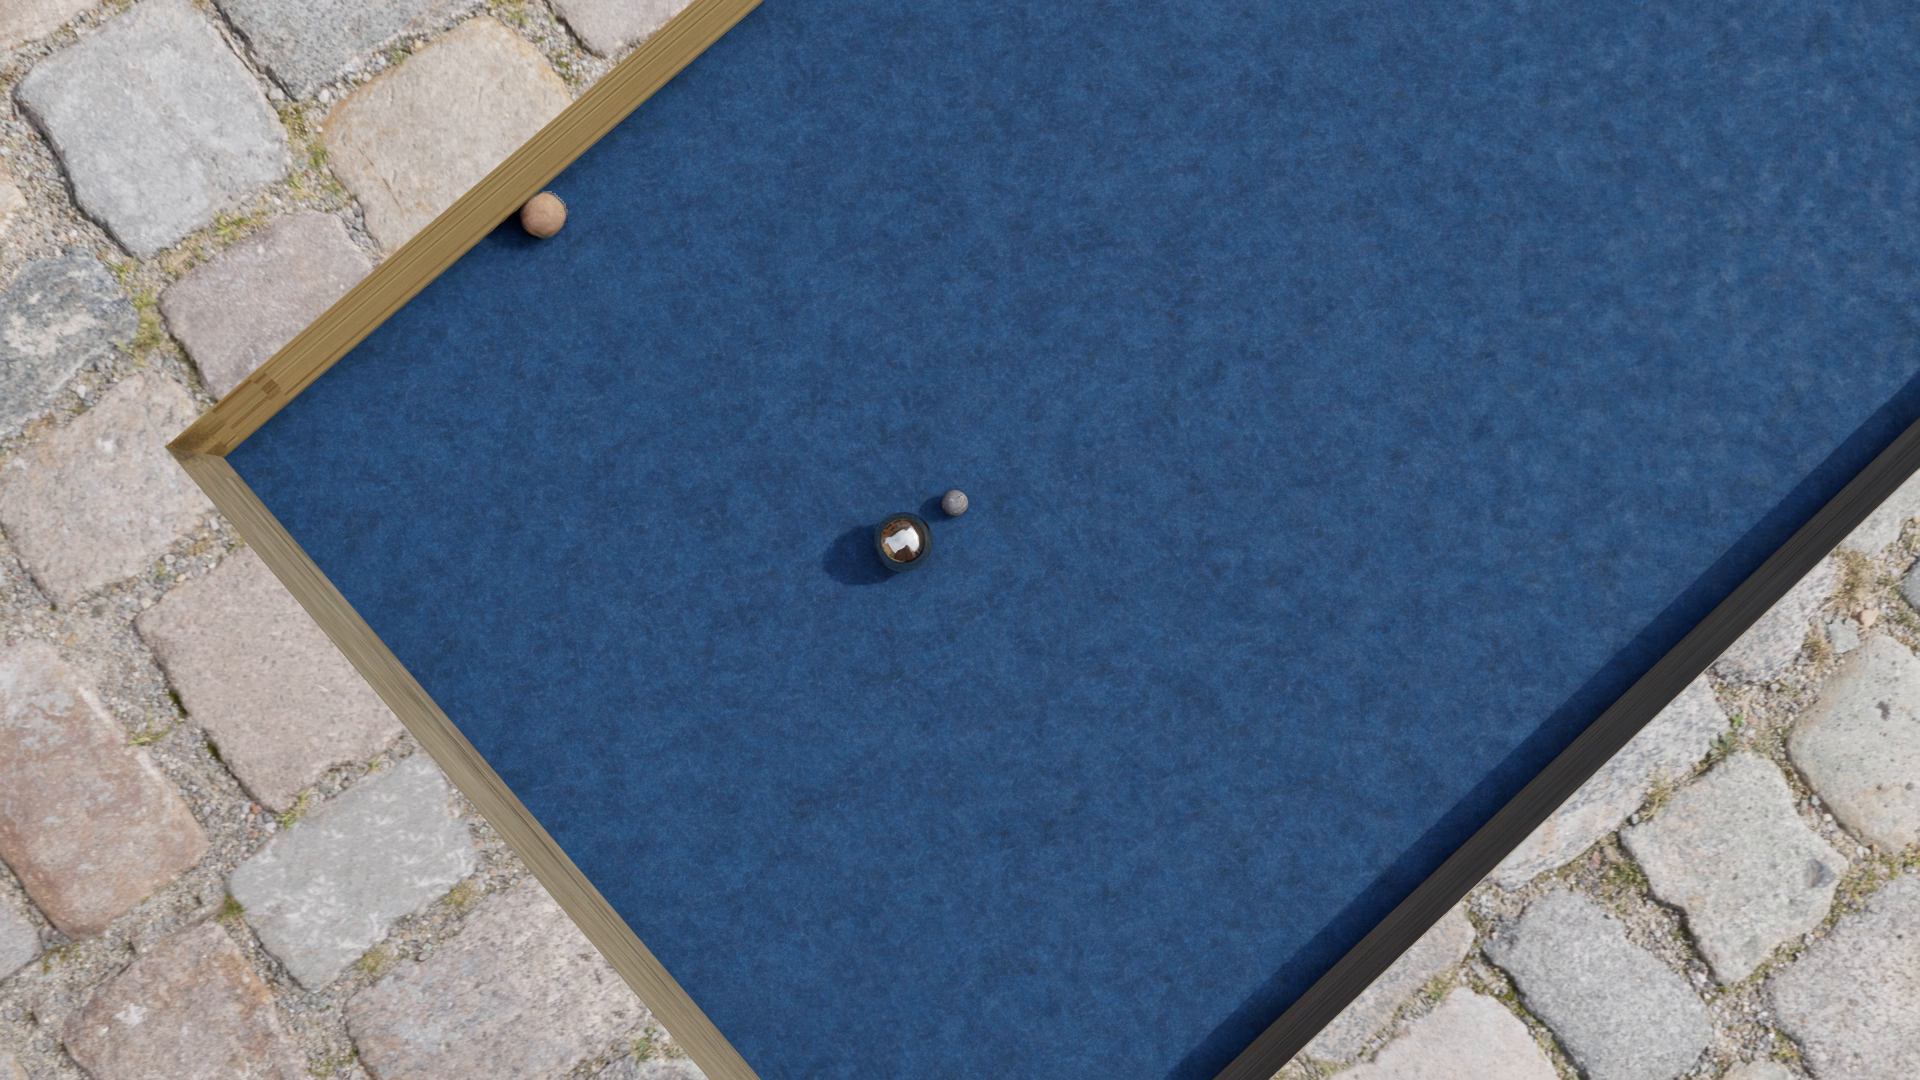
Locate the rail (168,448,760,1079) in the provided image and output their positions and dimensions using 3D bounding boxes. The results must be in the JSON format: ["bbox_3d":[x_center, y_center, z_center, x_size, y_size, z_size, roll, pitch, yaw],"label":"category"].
[{"bbox_3d":[-0.560,0.494,3.165,0.045,0.128,1.731,-42,84,-6],"label":"rail"}]

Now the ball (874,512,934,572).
[{"bbox_3d":[-0.084,0.003,3.260,0.090,0.090,0.090,0,81,0],"label":"ball"}]

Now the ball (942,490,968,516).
[{"bbox_3d":[-0.008,-0.055,3.294,0.040,0.040,0.040,0,81,0],"label":"ball"}]

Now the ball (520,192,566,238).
[{"bbox_3d":[-0.635,-0.494,3.346,0.068,0.068,0.068,0,81,0],"label":"ball"}]

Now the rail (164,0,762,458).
[{"bbox_3d":[0.015,-1.137,3.411,3.109,0.128,0.045,-42,84,-6],"label":"rail"}]

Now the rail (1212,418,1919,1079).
[{"bbox_3d":[1.141,0.100,3.225,3.109,0.128,0.045,-42,84,-6],"label":"rail"}]
